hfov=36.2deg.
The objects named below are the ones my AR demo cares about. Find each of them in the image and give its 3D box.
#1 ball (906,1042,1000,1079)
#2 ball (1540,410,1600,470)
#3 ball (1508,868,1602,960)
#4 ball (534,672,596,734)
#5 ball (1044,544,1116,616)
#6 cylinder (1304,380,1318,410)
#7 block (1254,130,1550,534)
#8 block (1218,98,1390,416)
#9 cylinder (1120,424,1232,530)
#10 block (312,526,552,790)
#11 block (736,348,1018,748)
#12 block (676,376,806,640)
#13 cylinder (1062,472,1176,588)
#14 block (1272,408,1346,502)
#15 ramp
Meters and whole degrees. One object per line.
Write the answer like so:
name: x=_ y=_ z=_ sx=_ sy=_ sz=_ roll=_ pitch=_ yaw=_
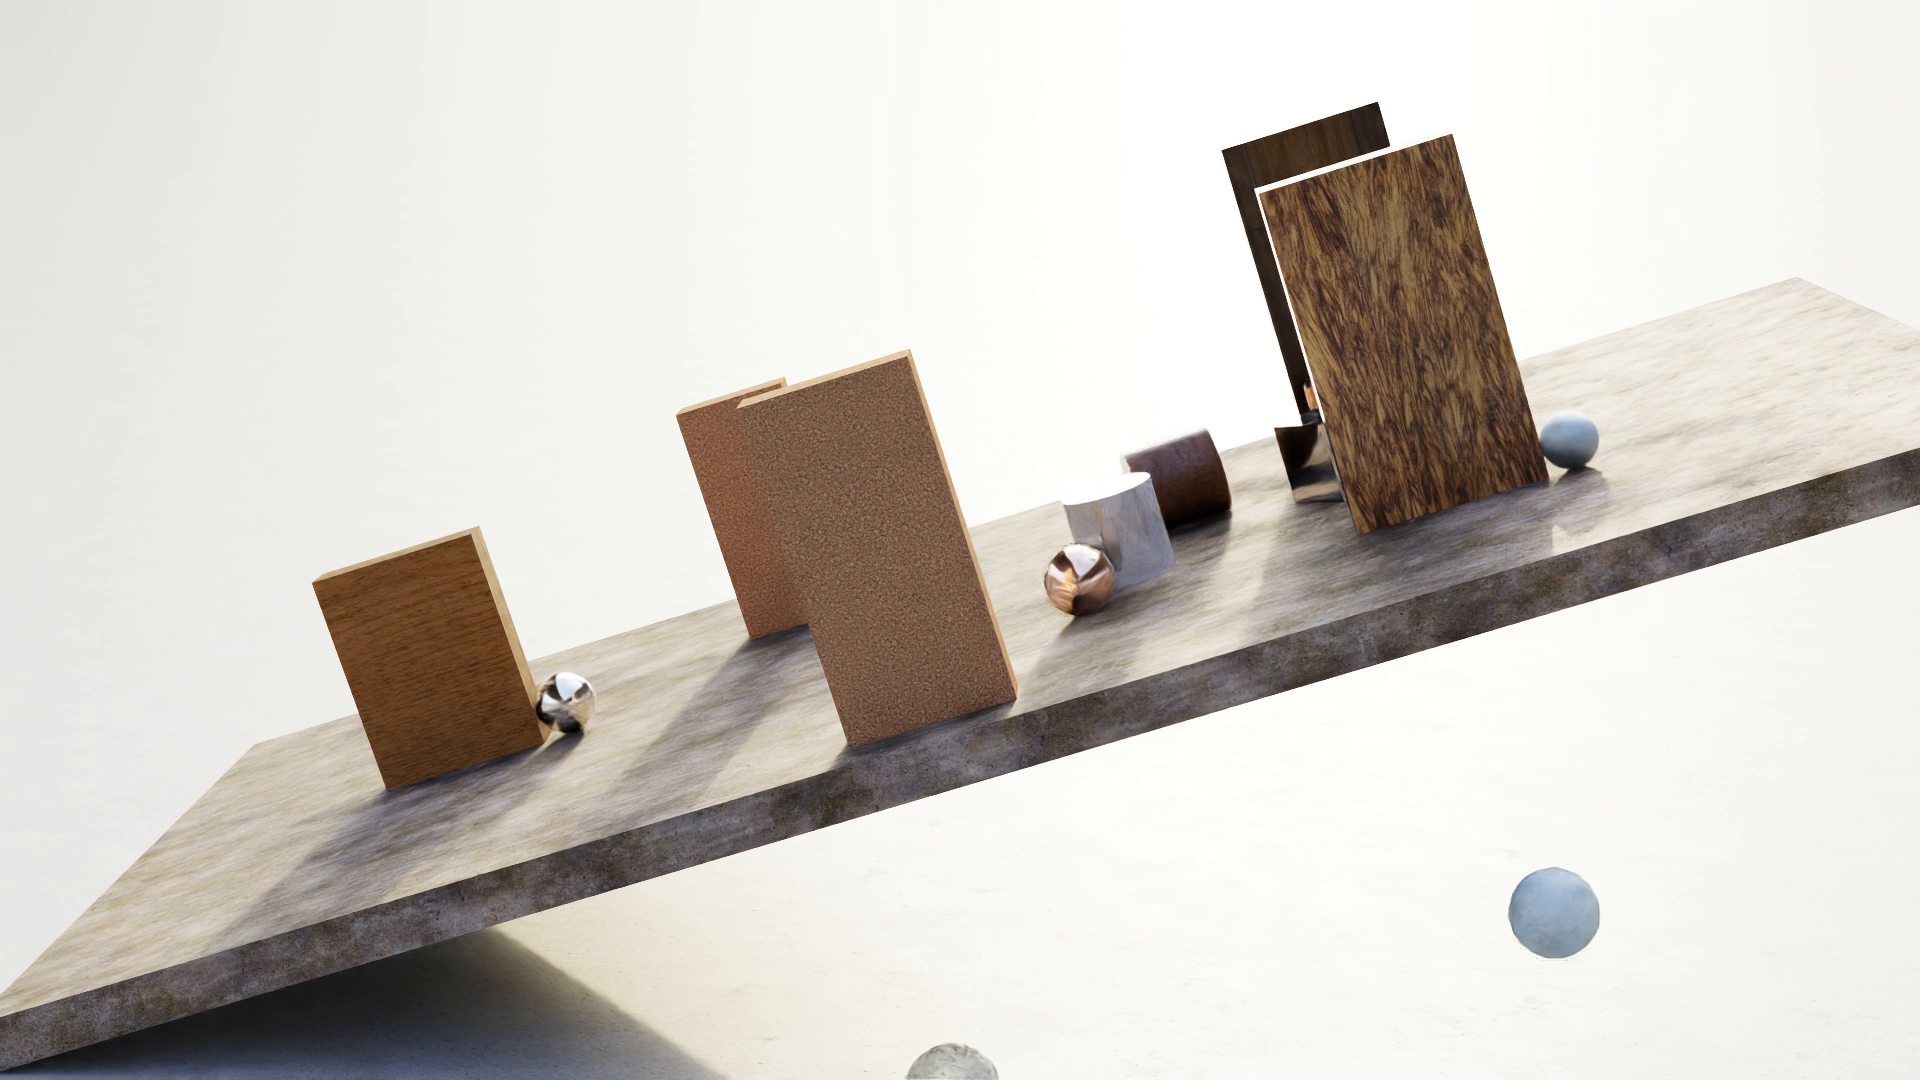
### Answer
ball: x=-0.012 y=0.973 z=5.180 sx=0.175 sy=0.175 sz=0.175 roll=0 pitch=11 yaw=0
ball: x=1.209 y=-0.198 z=5.838 sx=0.117 sy=0.117 sz=0.117 roll=0 pitch=11 yaw=0
ball: x=1.010 y=0.634 z=5.000 sx=0.155 sy=0.155 sz=0.155 roll=0 pitch=11 yaw=0
ball: x=-0.856 y=0.353 z=6.380 sx=0.132 sy=0.132 sz=0.132 roll=0 pitch=11 yaw=0
ball: x=0.241 y=0.081 z=5.923 sx=0.145 sy=0.145 sz=0.145 roll=0 pitch=11 yaw=0
cylinder: x=0.893 y=-0.304 z=6.813 sx=0.158 sy=0.158 sz=0.158 roll=-17 pitch=10 yaw=3
block: x=0.878 y=-0.411 z=5.846 sx=0.392 sy=0.711 sz=0.108 roll=-17 pitch=10 yaw=5
block: x=0.893 y=-0.622 z=6.885 sx=0.375 sy=0.730 sz=0.108 roll=-17 pitch=10 yaw=5
cylinder: x=0.476 y=-0.132 z=6.504 sx=0.195 sy=0.195 sz=0.195 roll=-18 pitch=13 yaw=-3
block: x=-1.145 y=0.257 z=6.389 sx=0.365 sy=0.483 sz=0.095 roll=-17 pitch=10 yaw=5
block: x=-0.149 y=0.017 z=5.446 sx=0.327 sy=0.669 sz=0.107 roll=-17 pitch=10 yaw=5
block: x=-0.442 y=-0.073 z=6.762 sx=0.252 sy=0.547 sz=0.106 roll=-17 pitch=10 yaw=5
cylinder: x=0.333 y=-0.018 z=6.154 sx=0.193 sy=0.193 sz=0.193 roll=-17 pitch=10 yaw=3
block: x=0.813 y=-0.192 z=6.313 sx=0.174 sy=0.174 sz=0.174 roll=-23 pitch=12 yaw=-27
ramp: x=0.098 y=0.184 z=6.313 sx=4.000 sy=0.100 sz=2.000 roll=-17 pitch=10 yaw=5
